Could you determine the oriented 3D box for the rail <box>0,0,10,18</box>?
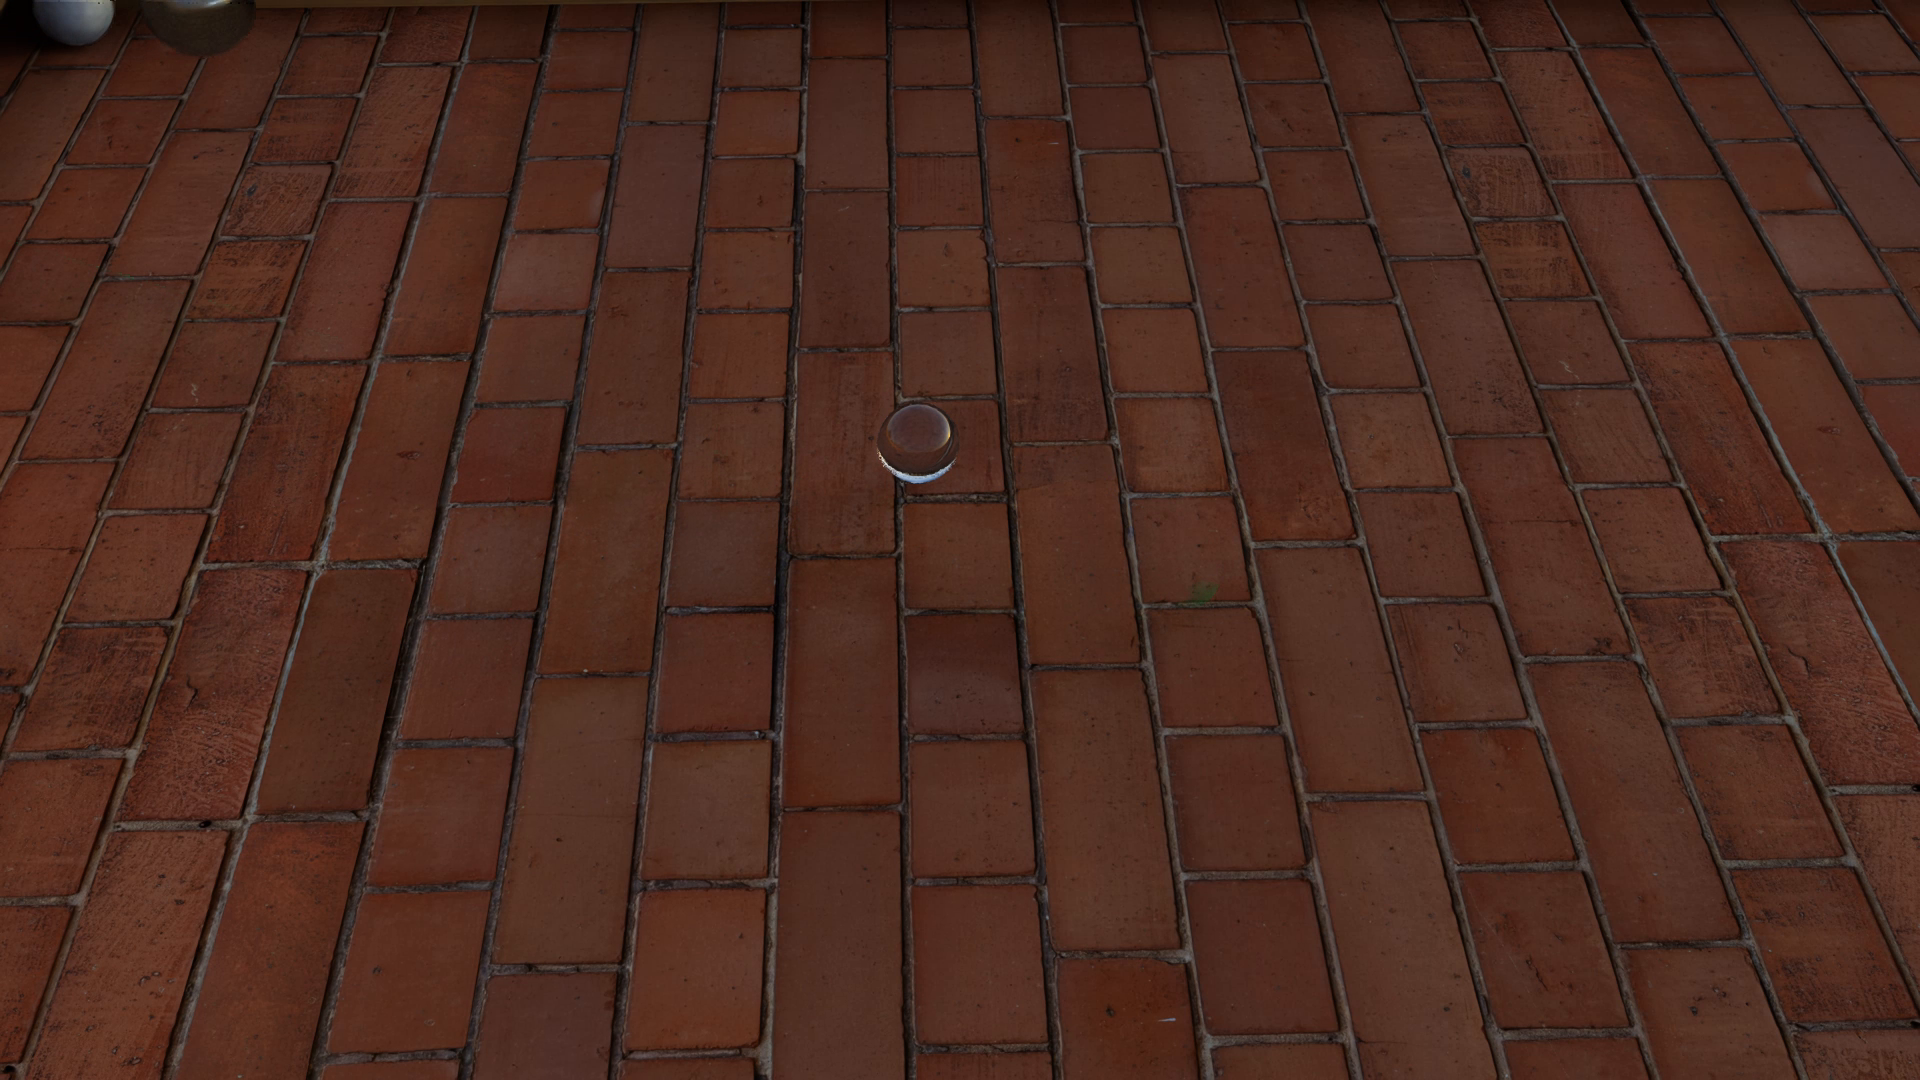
[{"bbox_3d":[-0.835,-0.011,1.614,0.045,0.128,1.811,-1,36,-1],"label":"rail"}]

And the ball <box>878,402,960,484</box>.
[{"bbox_3d":[-0.028,-0.066,1.753,0.055,0.055,0.055,0,36,0],"label":"ball"}]

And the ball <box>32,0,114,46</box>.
[{"bbox_3d":[-0.797,-0.480,2.307,0.070,0.070,0.070,0,36,0],"label":"ball"}]

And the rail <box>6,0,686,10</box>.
[{"bbox_3d":[0.831,-0.562,2.368,3.436,0.128,0.045,-1,36,-1],"label":"rail"}]

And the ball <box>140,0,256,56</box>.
[{"bbox_3d":[-0.678,-0.480,2.283,0.098,0.098,0.098,0,36,0],"label":"ball"}]
